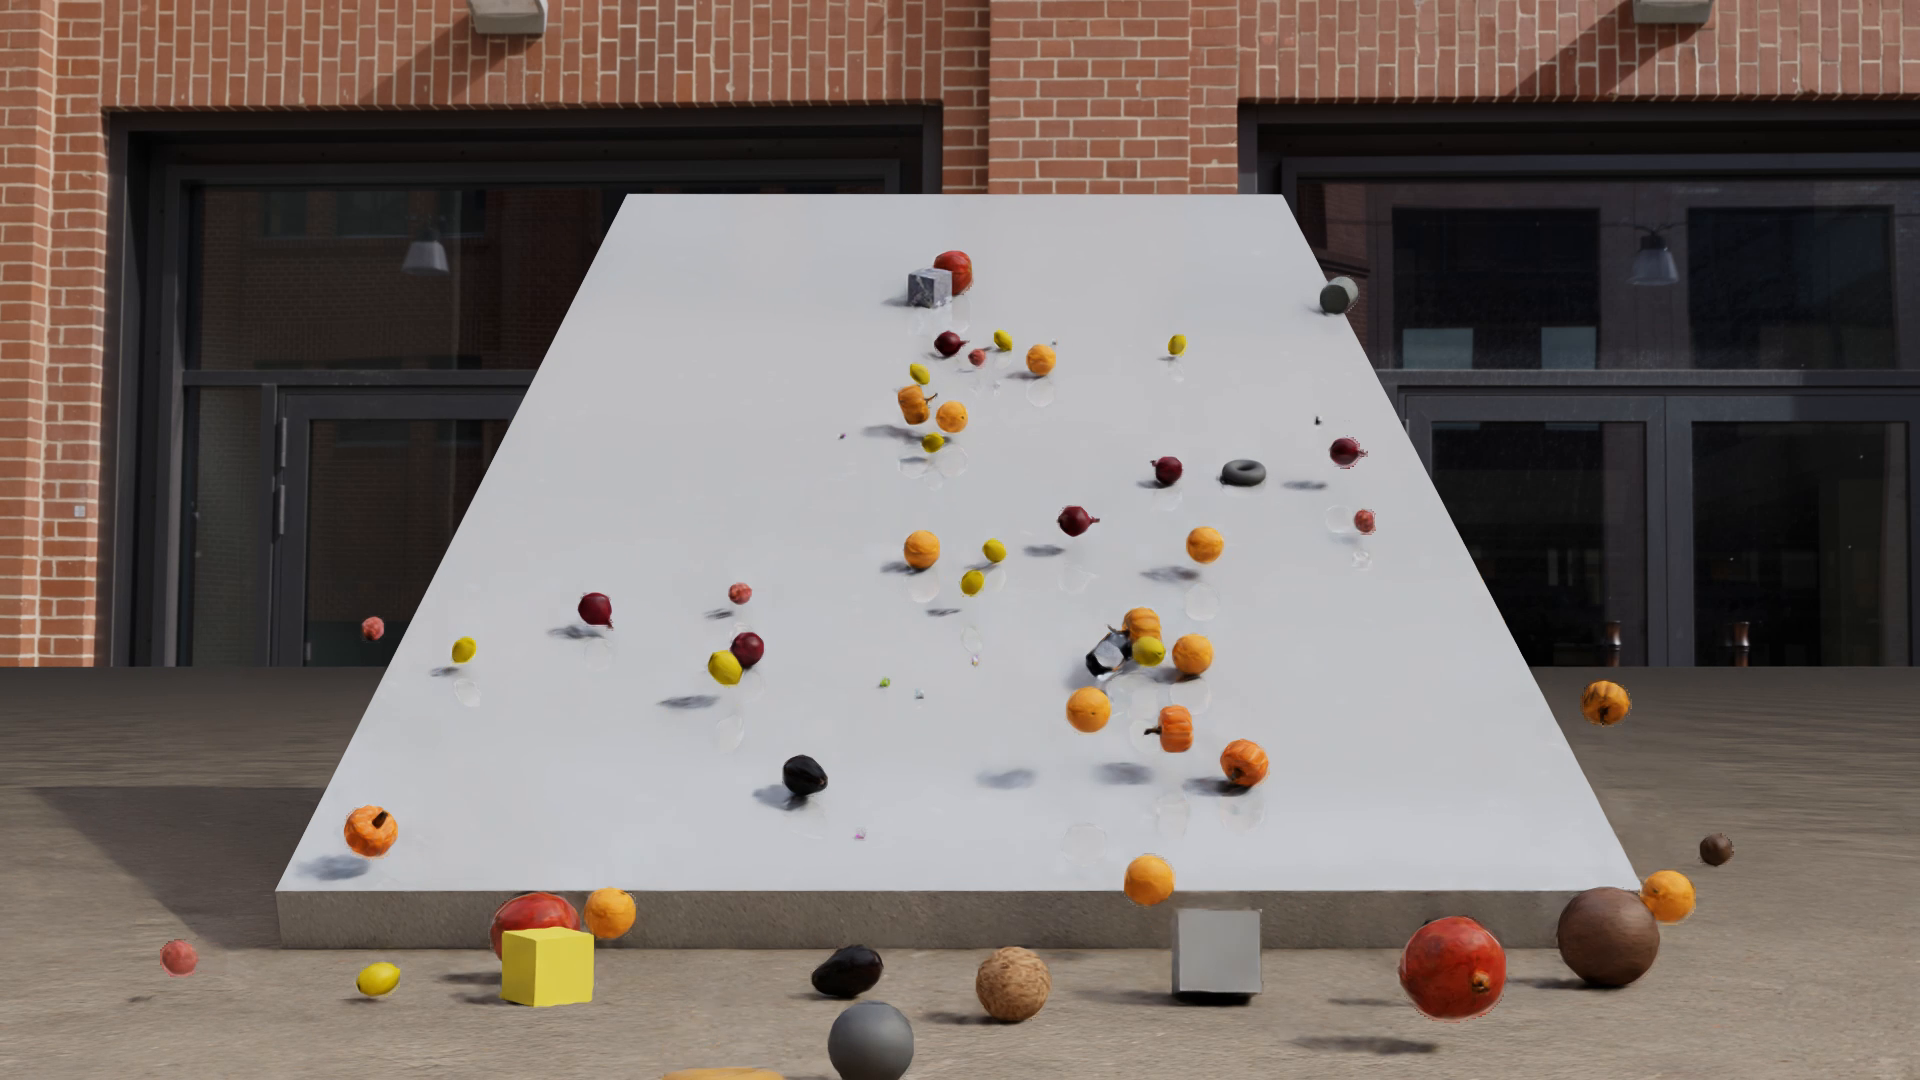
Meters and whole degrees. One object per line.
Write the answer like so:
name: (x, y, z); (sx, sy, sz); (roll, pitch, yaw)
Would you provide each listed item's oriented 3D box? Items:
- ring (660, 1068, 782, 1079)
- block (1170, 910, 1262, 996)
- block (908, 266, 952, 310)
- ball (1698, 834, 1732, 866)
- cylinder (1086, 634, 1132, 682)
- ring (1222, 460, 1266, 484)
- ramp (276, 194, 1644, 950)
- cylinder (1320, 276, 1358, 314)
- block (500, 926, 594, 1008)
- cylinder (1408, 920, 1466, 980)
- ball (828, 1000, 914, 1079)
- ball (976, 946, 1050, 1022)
ring: (-0.208, 0.482, 2.013); (0.117, 0.039, 0.117); (-1, -9, 0)
block: (0.319, 0.518, 2.893); (0.100, 0.100, 0.100); (1, -14, 0)
block: (-0.077, -0.657, 6.017); (0.082, 0.082, 0.082); (15, 27, 31)
ball: (1.567, 0.644, 4.799); (0.064, 0.064, 0.064); (0, -3, 0)
cylinder: (0.258, 0.202, 4.000); (0.060, 0.060, 0.060); (-3, 32, 48)
ring: (0.601, -0.143, 4.879); (0.094, 0.031, 0.094); (0, 25, 0)
ramp: (-0.007, -0.226, 5.237); (2.000, 0.100, 4.000); (0, 23, 0)
cylinder: (0.977, -0.633, 5.970); (0.078, 0.078, 0.078); (-2, 20, 27)
block: (-0.517, 0.534, 2.896); (0.083, 0.083, 0.083); (3, -2, -41)
cylinder: (0.589, 0.505, 2.854); (0.054, 0.054, 0.054); (24, 6, -3)
ball: (-0.088, 0.503, 2.307); (0.086, 0.086, 0.086); (0, -3, 0)
ball: (0.063, 0.525, 2.732); (0.088, 0.088, 0.088); (0, -3, 0)
